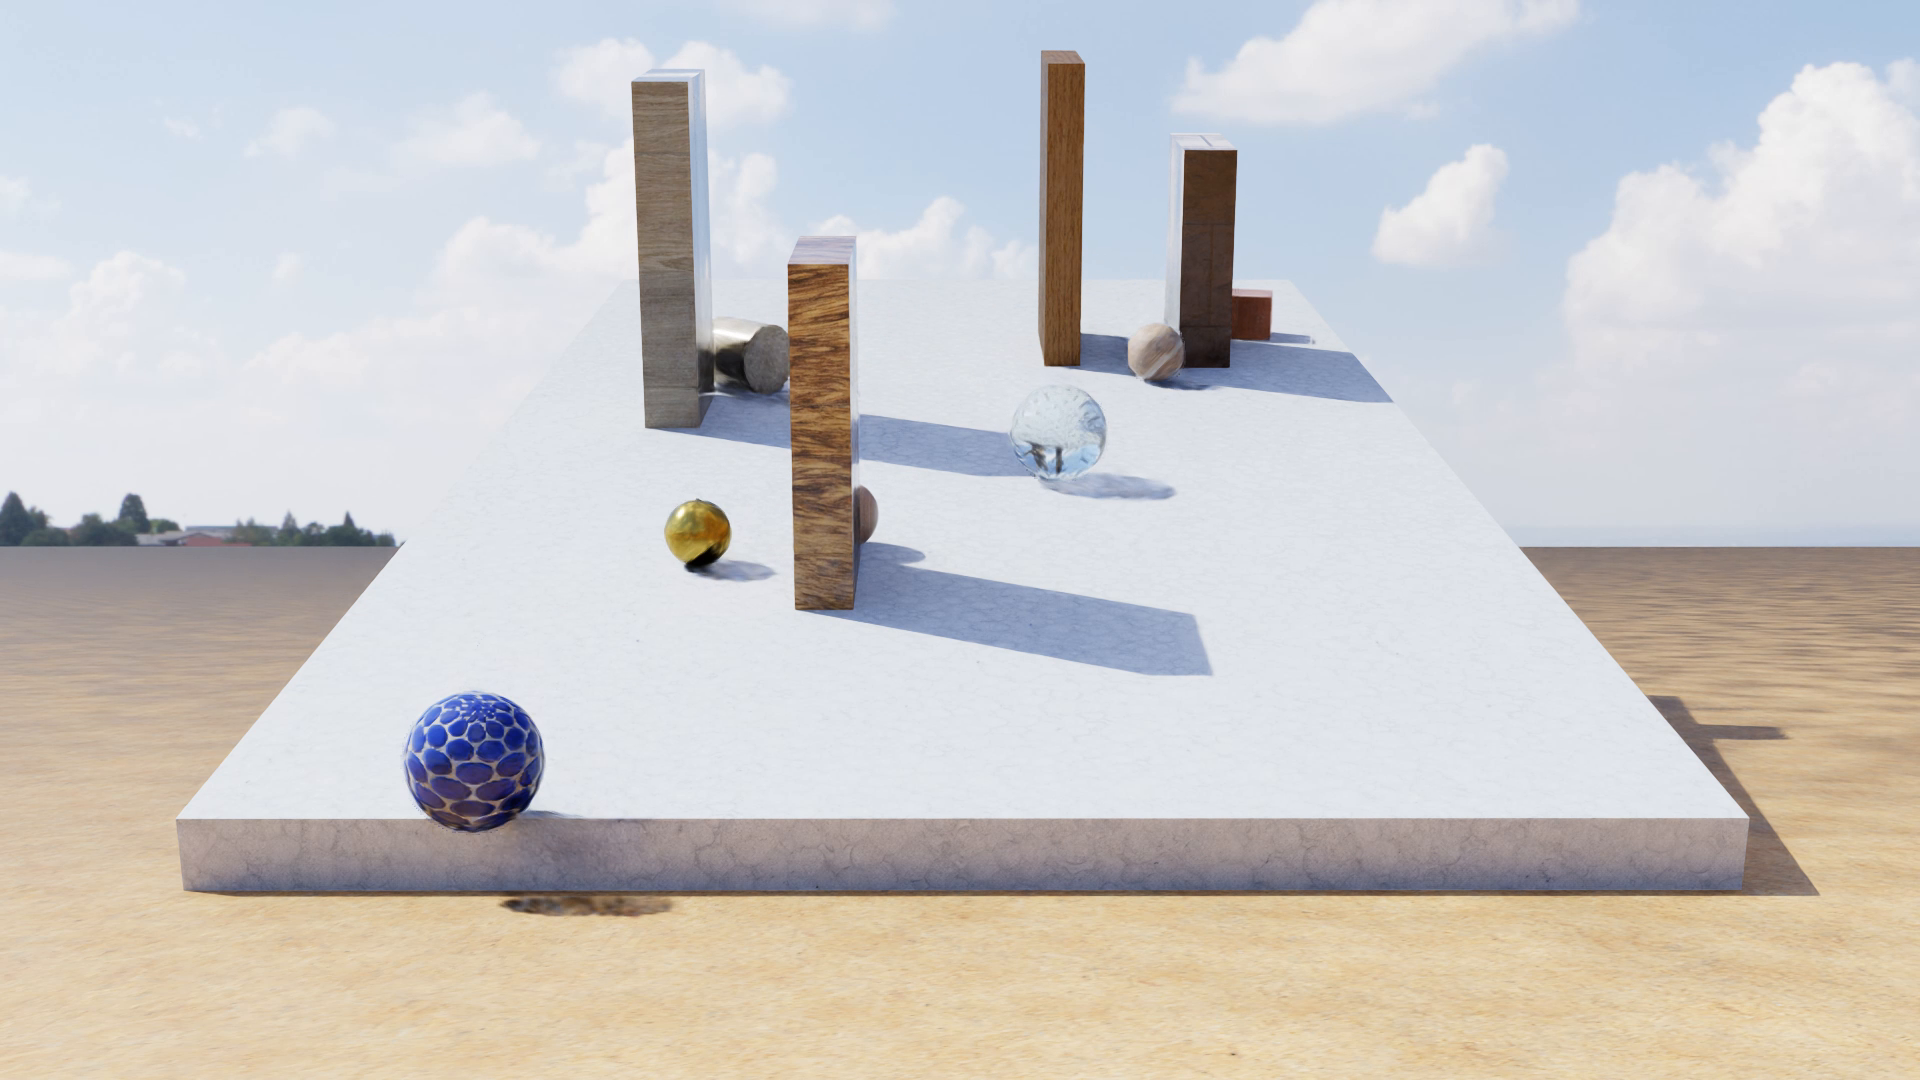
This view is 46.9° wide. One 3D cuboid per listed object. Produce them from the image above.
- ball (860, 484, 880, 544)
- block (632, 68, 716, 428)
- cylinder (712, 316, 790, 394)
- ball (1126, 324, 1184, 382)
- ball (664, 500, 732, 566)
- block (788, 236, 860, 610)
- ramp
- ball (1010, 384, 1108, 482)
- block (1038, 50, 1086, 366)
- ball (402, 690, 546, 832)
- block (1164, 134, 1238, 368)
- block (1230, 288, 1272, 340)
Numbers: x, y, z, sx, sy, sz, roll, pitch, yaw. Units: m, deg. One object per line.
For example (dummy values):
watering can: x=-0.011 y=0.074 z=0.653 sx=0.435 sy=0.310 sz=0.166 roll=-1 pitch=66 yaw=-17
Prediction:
ball: x=-0.206 y=-0.045 z=3.943 sx=0.123 sy=0.123 sz=0.123 roll=0 pitch=0 yaw=0
block: x=-0.628 y=-0.648 z=4.884 sx=0.118 sy=0.743 sz=0.336 roll=0 pitch=17 yaw=0
cylinder: x=-0.502 y=-0.433 z=5.174 sx=0.162 sy=0.162 sz=0.162 roll=14 pitch=9 yaw=39
ball: x=0.467 y=-0.448 z=5.278 sx=0.138 sy=0.138 sz=0.138 roll=0 pitch=0 yaw=0
ball: x=-0.455 y=-0.012 z=3.843 sx=0.116 sy=0.116 sz=0.116 roll=0 pitch=0 yaw=0
block: x=-0.223 y=-0.200 z=3.680 sx=0.096 sy=0.569 sz=0.292 roll=0 pitch=17 yaw=0
ramp: x=-0.002 y=-0.167 z=4.746 sx=2.000 sy=0.100 sz=4.000 roll=0 pitch=17 yaw=0
ball: x=0.196 y=-0.213 z=4.385 sx=0.193 sy=0.193 sz=0.193 roll=0 pitch=0 yaw=0
block: x=0.252 y=-0.841 z=5.563 sx=0.088 sy=0.730 sz=0.436 roll=0 pitch=17 yaw=0
ball: x=-0.606 y=0.276 z=2.765 sx=0.175 sy=0.175 sz=0.175 roll=0 pitch=0 yaw=0
block: x=0.598 y=-0.730 z=5.539 sx=0.127 sy=0.530 sz=0.373 roll=0 pitch=17 yaw=0
block: x=0.759 y=-0.592 z=5.807 sx=0.113 sy=0.113 sz=0.113 roll=3 pitch=17 yaw=9
